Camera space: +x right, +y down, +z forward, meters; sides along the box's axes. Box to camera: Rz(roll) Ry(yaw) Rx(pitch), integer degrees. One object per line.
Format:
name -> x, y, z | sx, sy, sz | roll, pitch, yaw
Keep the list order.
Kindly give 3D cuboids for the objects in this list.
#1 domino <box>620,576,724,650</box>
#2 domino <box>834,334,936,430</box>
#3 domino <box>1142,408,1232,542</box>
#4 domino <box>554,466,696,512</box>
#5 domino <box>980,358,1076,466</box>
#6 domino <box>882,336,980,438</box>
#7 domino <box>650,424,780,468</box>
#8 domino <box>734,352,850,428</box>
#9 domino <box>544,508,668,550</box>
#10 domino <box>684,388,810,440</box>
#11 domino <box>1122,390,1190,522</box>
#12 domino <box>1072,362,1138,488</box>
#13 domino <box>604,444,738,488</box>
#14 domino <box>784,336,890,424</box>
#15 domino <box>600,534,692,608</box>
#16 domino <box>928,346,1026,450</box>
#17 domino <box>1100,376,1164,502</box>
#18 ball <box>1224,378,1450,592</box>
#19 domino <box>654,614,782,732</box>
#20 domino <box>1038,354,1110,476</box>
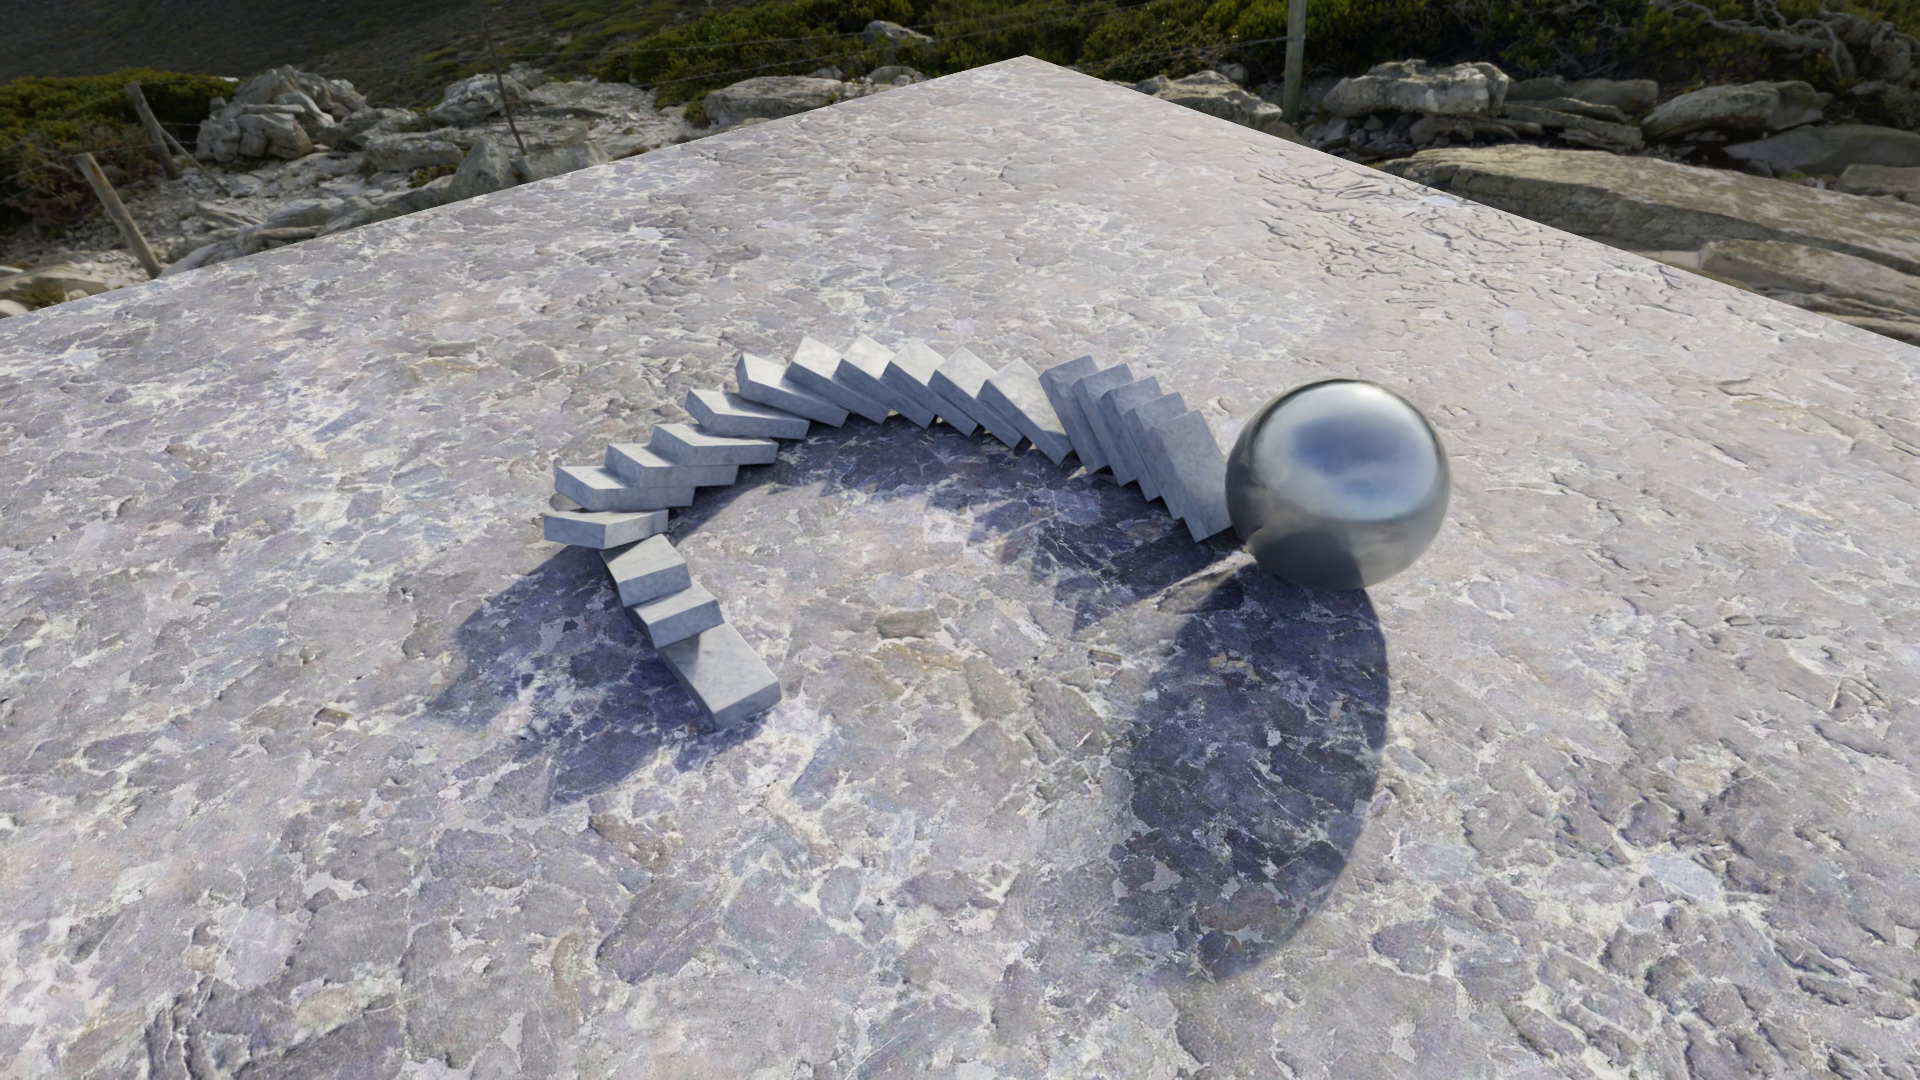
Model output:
domino -> -0.106, 0.024, 0.399 | 0.025, 0.010, 0.050 | -21, 20, -24
domino -> -0.031, -0.075, 0.518 | 0.050, 0.010, 0.025 | 32, 42, -4
domino -> 0.098, -0.027, 0.453 | 0.025, 0.009, 0.050 | -22, 83, -25
domino -> -0.137, -0.022, 0.452 | 0.025, 0.010, 0.050 | 27, 19, 32
domino -> 0.036, -0.059, 0.499 | 0.050, 0.010, 0.025 | 44, 52, 10
domino -> -0.009, -0.072, 0.514 | 0.050, 0.010, 0.025 | 36, 45, 1
domino -> -0.106, -0.042, 0.477 | 0.025, 0.009, 0.050 | 28, 21, 30
domino -> -0.078, -0.069, 0.510 | 0.050, 0.010, 0.025 | 15, 31, -29
domino -> -0.138, -0.006, 0.432 | 0.025, 0.010, 0.050 | 8, 10, 11
domino -> -0.096, -0.057, 0.496 | 0.050, 0.010, 0.025 | -1, 31, -44
domino -> 0.091, -0.036, 0.464 | 0.025, 0.010, 0.050 | -22, 83, -25
domino -> 0.072, -0.051, 0.482 | 0.025, 0.010, 0.050 | -21, 83, -25
domino -> -0.121, -0.032, 0.465 | 0.025, 0.010, 0.050 | 29, 20, 31
domino -> -0.055, -0.075, 0.518 | 0.050, 0.009, 0.025 | 26, 37, -12
domino -> -0.119, 0.011, 0.415 | 0.025, 0.009, 0.050 | -18, 19, -21
domino -> 0.013, -0.066, 0.507 | 0.050, 0.009, 0.025 | 38, 48, 4
domino -> 0.082, -0.044, 0.473 | 0.025, 0.010, 0.050 | -21, 82, -25
ball -> 0.141, -0.021, 0.413 | 0.080, 0.080, 0.080 | 0, 39, 0
domino -> -0.087, 0.044, 0.390 | 0.025, 0.010, 0.050 | -26, 46, -28
domino -> 0.058, -0.056, 0.489 | 0.025, 0.010, 0.050 | -23, 82, -26
